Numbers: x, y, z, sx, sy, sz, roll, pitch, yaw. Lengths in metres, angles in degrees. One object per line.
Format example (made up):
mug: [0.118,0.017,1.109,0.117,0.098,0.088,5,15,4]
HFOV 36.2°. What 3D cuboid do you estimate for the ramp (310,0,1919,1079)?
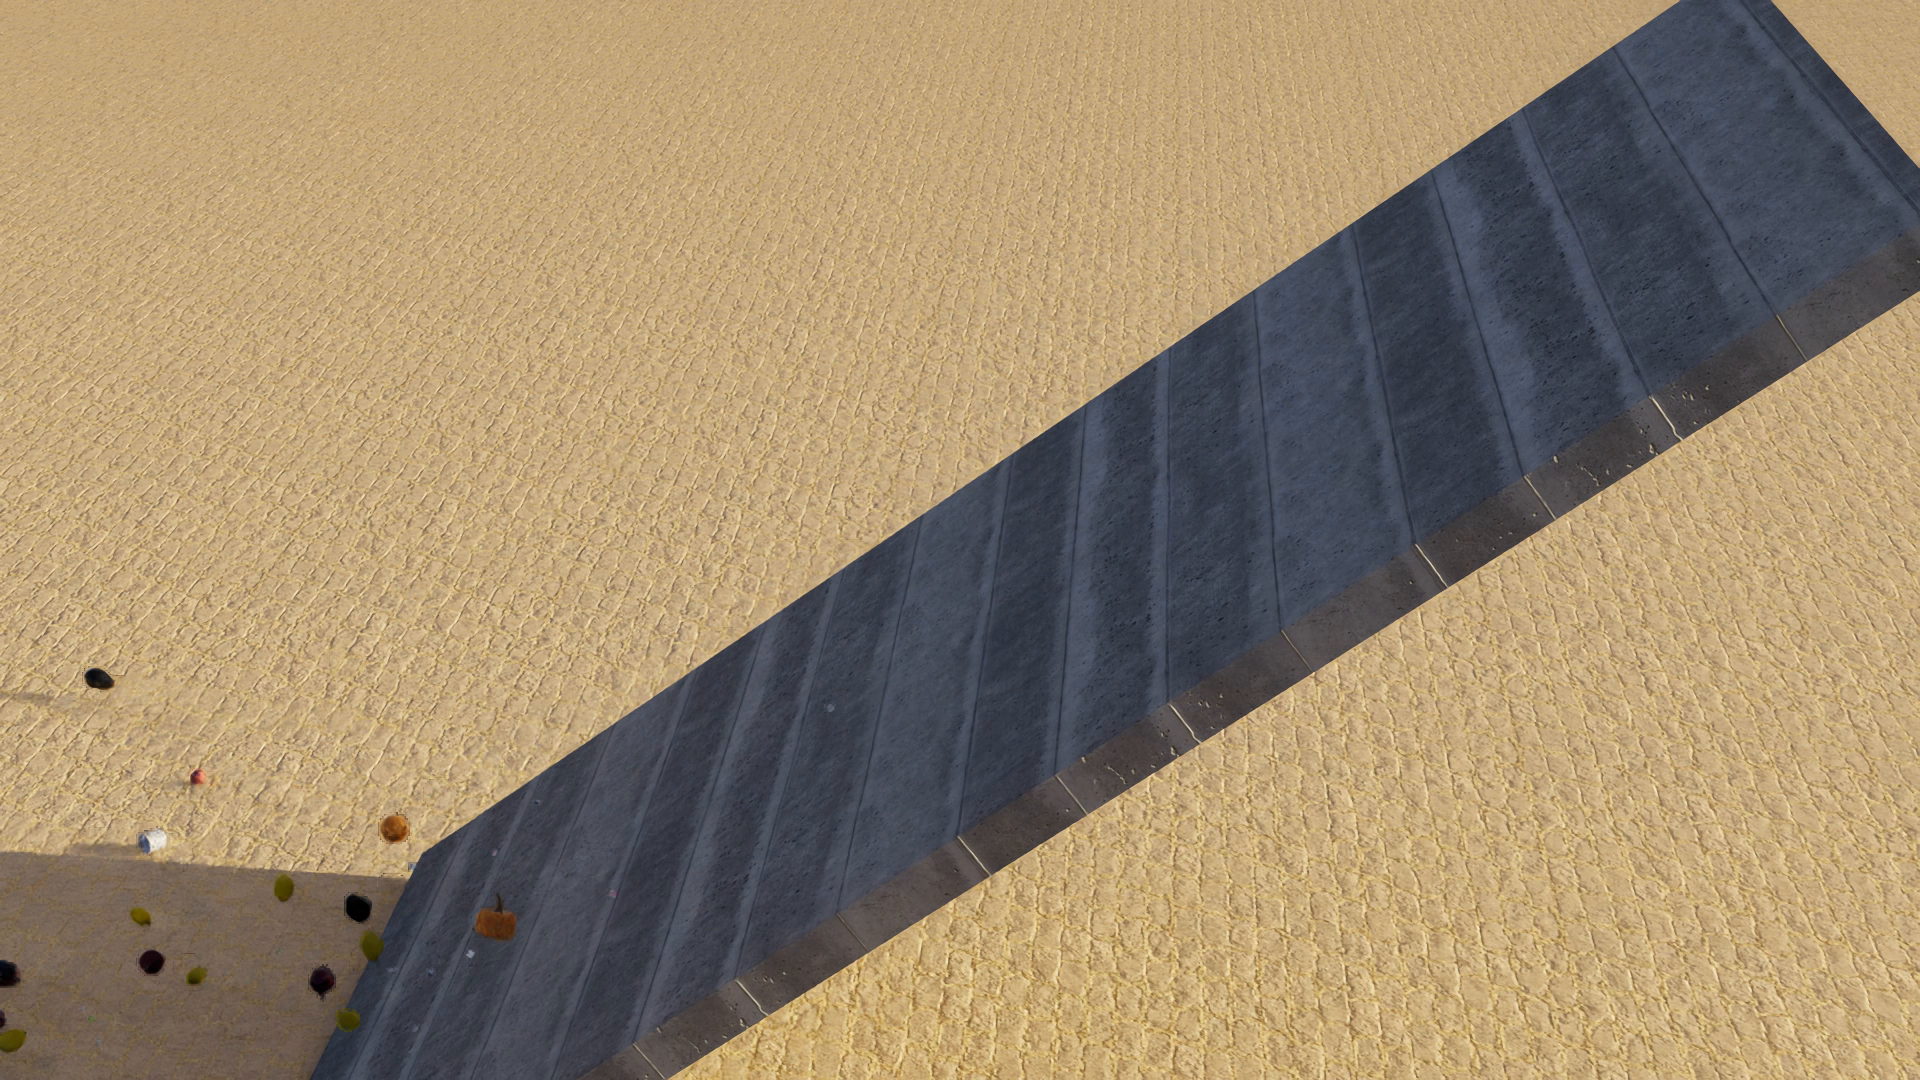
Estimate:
ramp: [0.130,0.178,6.319,4.000,0.100,2.000,-34,16,16]

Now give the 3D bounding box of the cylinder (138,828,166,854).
cylinder: [-2.185,0.815,7.956,0.054,0.054,0.054,17,23,36]
